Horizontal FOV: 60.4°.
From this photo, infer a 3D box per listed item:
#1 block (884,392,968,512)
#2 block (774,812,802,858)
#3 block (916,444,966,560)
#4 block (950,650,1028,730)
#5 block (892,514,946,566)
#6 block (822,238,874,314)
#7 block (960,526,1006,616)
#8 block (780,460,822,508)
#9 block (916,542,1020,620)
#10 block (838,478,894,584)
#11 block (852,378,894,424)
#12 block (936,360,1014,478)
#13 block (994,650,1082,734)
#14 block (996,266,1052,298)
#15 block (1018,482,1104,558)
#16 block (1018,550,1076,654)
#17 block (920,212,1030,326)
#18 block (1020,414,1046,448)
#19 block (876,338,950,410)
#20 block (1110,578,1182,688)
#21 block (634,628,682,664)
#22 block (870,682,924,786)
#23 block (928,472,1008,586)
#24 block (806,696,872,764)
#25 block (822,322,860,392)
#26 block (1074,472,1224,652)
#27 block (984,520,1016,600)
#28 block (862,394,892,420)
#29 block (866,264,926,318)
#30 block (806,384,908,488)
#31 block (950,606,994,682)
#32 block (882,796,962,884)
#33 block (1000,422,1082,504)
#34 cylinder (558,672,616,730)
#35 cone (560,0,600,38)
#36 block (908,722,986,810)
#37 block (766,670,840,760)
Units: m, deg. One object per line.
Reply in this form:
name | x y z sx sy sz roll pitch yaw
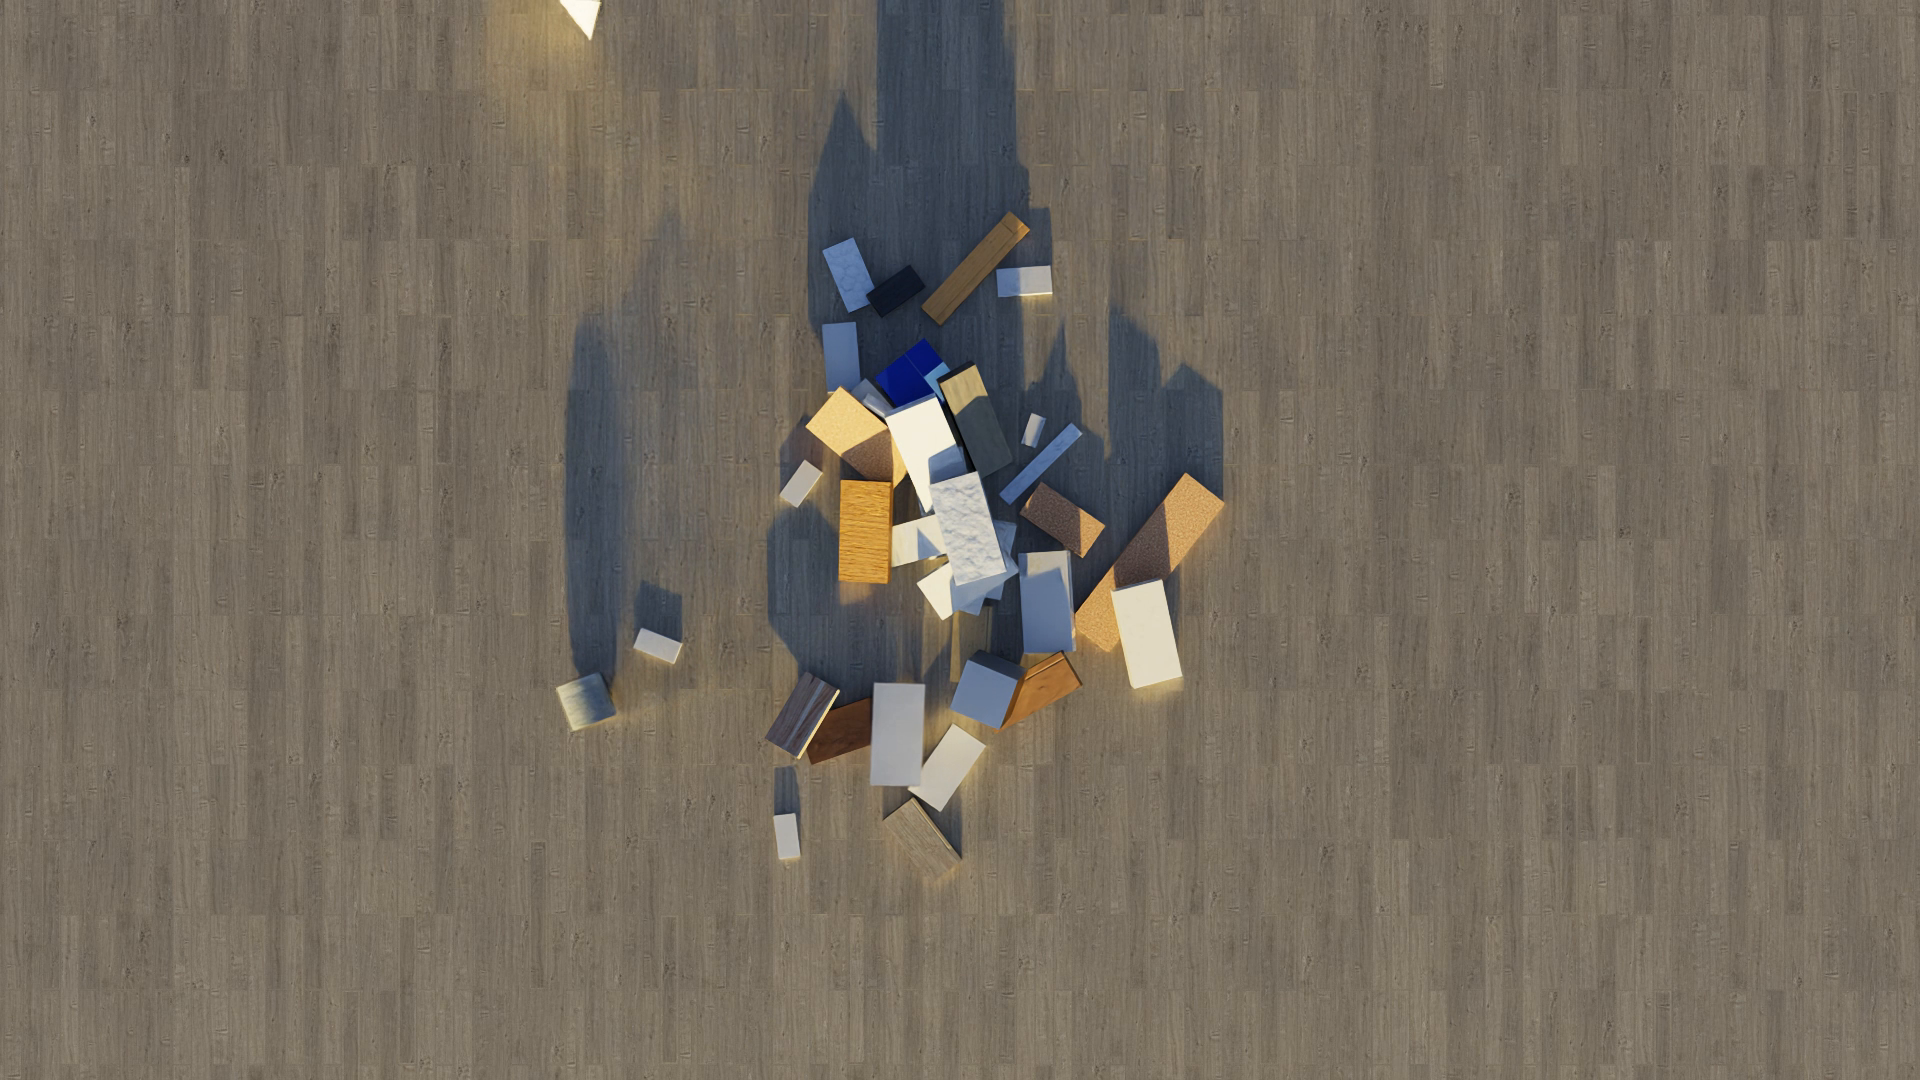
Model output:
block | -0.095 -0.280 5.310 0.176 0.050 0.352 -22 114 3
block | -0.575 0.984 5.490 0.072 0.020 0.144 -7 90 0
block | -0.047 -0.125 5.434 0.176 0.050 0.352 -11 104 0
block | 0.095 0.484 5.356 0.176 0.176 0.176 22 102 10
block | -0.130 -0.003 5.412 0.258 0.037 0.129 -15 91 34
block | -0.362 -0.878 5.484 0.112 0.032 0.224 -23 90 0
block | 0.036 0.085 5.403 0.149 0.042 0.299 18 105 -1
block | -0.529 -0.187 5.490 0.072 0.020 0.144 36 90 0
block | 0.026 0.117 5.369 0.299 0.042 0.149 -33 100 11
block | -0.310 -0.030 5.438 0.167 0.047 0.334 3 98 12
block | -0.278 -0.417 5.467 0.112 0.032 0.224 -43 98 1
block | 0.051 -0.386 5.355 0.129 0.037 0.404 -29 128 -7
block | 0.228 0.500 5.438 0.333 0.037 0.132 -31 90 15
block | 0.213 -0.860 5.487 0.180 0.026 0.090 -4 90 0
block | 0.338 -0.068 5.482 0.258 0.037 0.129 35 90 0
block | 0.288 0.205 5.451 0.166 0.047 0.332 -4 90 19
block | 0.050 -0.902 5.487 0.090 0.026 0.436 43 90 0
block | 0.245 -0.364 5.493 0.052 0.015 0.104 20 90 0
block | -0.131 -0.505 5.398 0.205 0.205 0.205 -39 90 0
block | 0.614 0.307 5.440 0.166 0.047 0.332 -14 99 -7
block | -1.005 0.351 5.490 0.144 0.020 0.072 22 90 0
block | -0.207 0.639 5.434 0.167 0.047 0.334 2 88 -6
block | 0.025 -0.038 5.292 0.167 0.047 0.334 -16 91 8
block | -0.375 0.626 5.479 0.299 0.042 0.149 -19 90 0
block | -0.393 -0.607 5.484 0.112 0.032 0.224 -5 90 0
block | 0.619 0.075 5.476 0.166 0.047 0.627 38 90 0
block | 0.096 0.061 5.442 0.129 0.037 0.258 10 105 -6
block | -0.270 -0.437 5.423 0.104 0.052 0.015 32 127 -8
block | -0.214 -0.825 5.468 0.180 0.026 0.090 -36 93 -11
block | -0.315 -0.328 5.437 0.352 0.050 0.176 40 100 -7
block | 0.038 0.345 5.482 0.129 0.037 0.258 3 90 0
block | -0.125 0.996 5.481 0.132 0.037 0.265 -37 90 0
block | 0.267 -0.253 5.493 0.340 0.015 0.052 -45 90 0
cylinder | -1.227 0.529 5.425 0.151 0.151 0.151 -21 90 0
cone | -1.251 -1.797 5.434 0.295 0.295 0.295 -8 117 0
block | -0.044 0.753 5.481 0.132 0.037 0.265 35 90 0
block | -0.521 0.577 5.444 0.129 0.037 0.258 28 79 12
